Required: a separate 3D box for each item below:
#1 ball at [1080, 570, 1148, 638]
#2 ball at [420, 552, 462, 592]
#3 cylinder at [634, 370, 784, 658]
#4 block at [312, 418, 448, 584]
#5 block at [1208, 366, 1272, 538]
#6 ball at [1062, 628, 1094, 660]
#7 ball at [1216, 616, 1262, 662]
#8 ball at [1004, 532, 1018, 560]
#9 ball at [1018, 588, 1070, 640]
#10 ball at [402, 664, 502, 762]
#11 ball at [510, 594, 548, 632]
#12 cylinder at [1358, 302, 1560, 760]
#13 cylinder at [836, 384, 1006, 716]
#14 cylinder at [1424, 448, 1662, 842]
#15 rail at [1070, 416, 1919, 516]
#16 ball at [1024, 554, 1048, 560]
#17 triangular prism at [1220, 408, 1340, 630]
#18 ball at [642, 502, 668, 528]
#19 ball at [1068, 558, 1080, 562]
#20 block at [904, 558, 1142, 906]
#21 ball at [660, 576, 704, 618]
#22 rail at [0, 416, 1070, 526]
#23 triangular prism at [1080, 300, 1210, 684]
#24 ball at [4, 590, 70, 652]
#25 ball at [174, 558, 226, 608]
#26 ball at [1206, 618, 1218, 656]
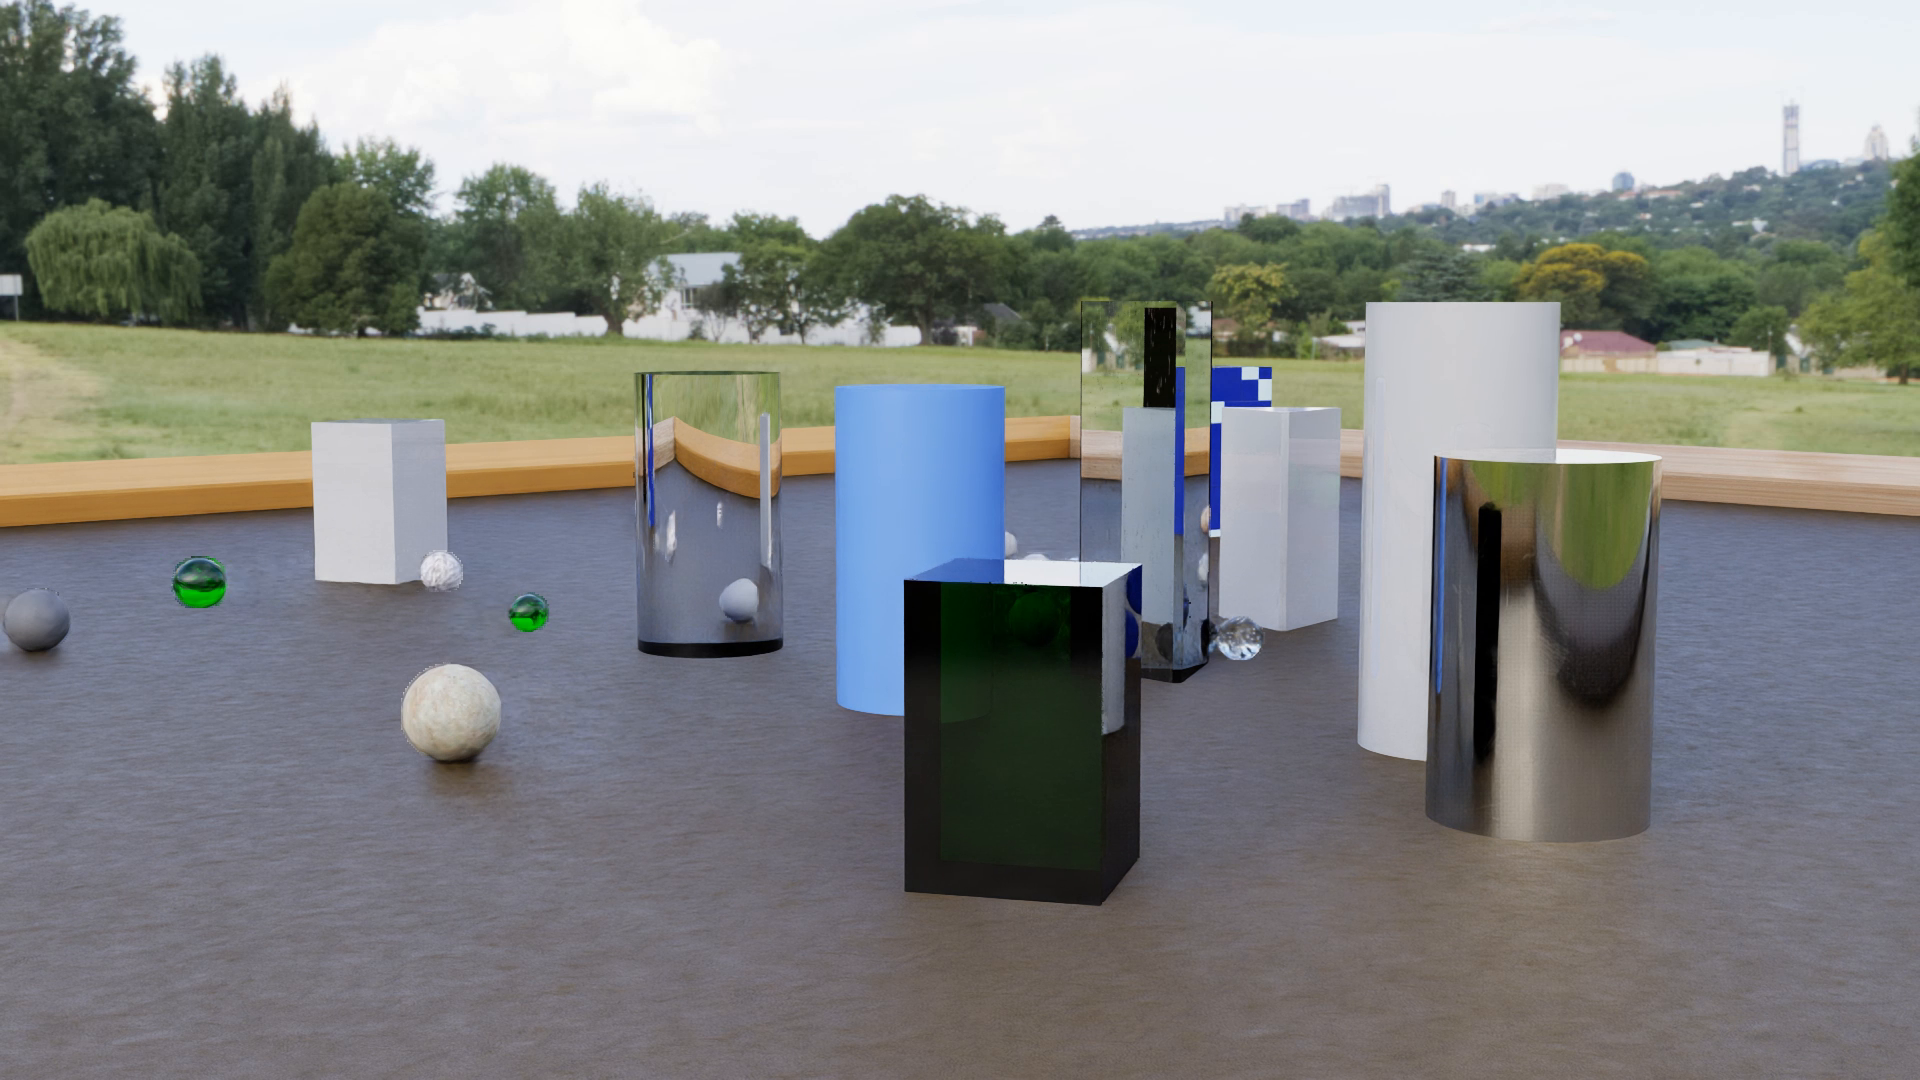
[{"bbox_3d":[0.195,0.081,2.794,0.087,0.087,0.087,0,6,0],"label":"ball"},{"bbox_3d":[-0.816,0.051,3.456,0.063,0.063,0.063,0,6,0],"label":"ball"},{"bbox_3d":[-0.329,-0.038,2.884,0.191,0.361,0.191,0,6,0],"label":"cylinder"},{"bbox_3d":[-0.960,-0.067,3.644,0.153,0.260,0.153,2,6,20],"label":"block"},{"bbox_3d":[0.511,-0.180,4.382,0.153,0.330,0.153,-4,7,-30],"label":"block"},{"bbox_3d":[0.151,0.133,2.790,0.041,0.041,0.041,0,6,0],"label":"ball"},{"bbox_3d":[0.354,0.125,2.784,0.057,0.057,0.057,0,6,0],"label":"ball"},{"bbox_3d":[0.077,0.010,3.904,0.050,0.050,0.050,0,6,0],"label":"ball"},{"bbox_3d":[0.113,0.100,2.957,0.071,0.071,0.071,0,6,0],"label":"ball"},{"bbox_3d":[-0.501,0.170,2.168,0.096,0.096,0.096,0,6,0],"label":"ball"},{"bbox_3d":[-0.596,0.101,3.038,0.051,0.051,0.051,0,6,0],"label":"ball"},{"bbox_3d":[0.504,-0.014,2.231,0.191,0.450,0.191,0,6,0],"label":"cylinder"},{"bbox_3d":[-0.045,0.005,2.487,0.191,0.357,0.191,0,6,0],"label":"cylinder"},{"bbox_3d":[0.507,0.085,1.917,0.191,0.318,0.191,0,6,0],"label":"cylinder"},{"bbox_3d":[1.796,-0.141,4.980,0.045,0.124,4.377,-6,8,-42],"label":"rail"},{"bbox_3d":[0.122,0.049,3.509,0.056,0.056,0.056,0,6,0],"label":"ball"},{"bbox_3d":[0.437,-0.036,3.137,0.144,0.303,0.166,4,7,36],"label":"triangular prism"},{"bbox_3d":[-0.621,-0.051,4.479,0.052,0.052,0.052,0,6,0],"label":"ball"},{"bbox_3d":[0.179,0.066,3.235,0.081,0.081,0.081,0,6,0],"label":"ball"},{"bbox_3d":[0.052,0.144,1.725,0.153,0.240,0.153,2,6,16],"label":"block"},{"bbox_3d":[-0.400,0.082,3.166,0.063,0.063,0.063,0,6,0],"label":"ball"},{"bbox_3d":[-1.468,-0.134,4.914,4.934,0.124,0.045,-6,8,-42],"label":"rail"},{"bbox_3d":[0.257,-0.066,2.707,0.144,0.453,0.166,-5,8,-42],"label":"triangular prism"},{"bbox_3d":[-1.201,0.105,2.861,0.080,0.080,0.080,0,6,0],"label":"ball"},{"bbox_3d":[-1.130,0.065,3.270,0.075,0.075,0.075,0,6,0],"label":"ball"},{"bbox_3d":[0.304,0.124,2.807,0.054,0.054,0.054,0,6,0],"label":"ball"}]
